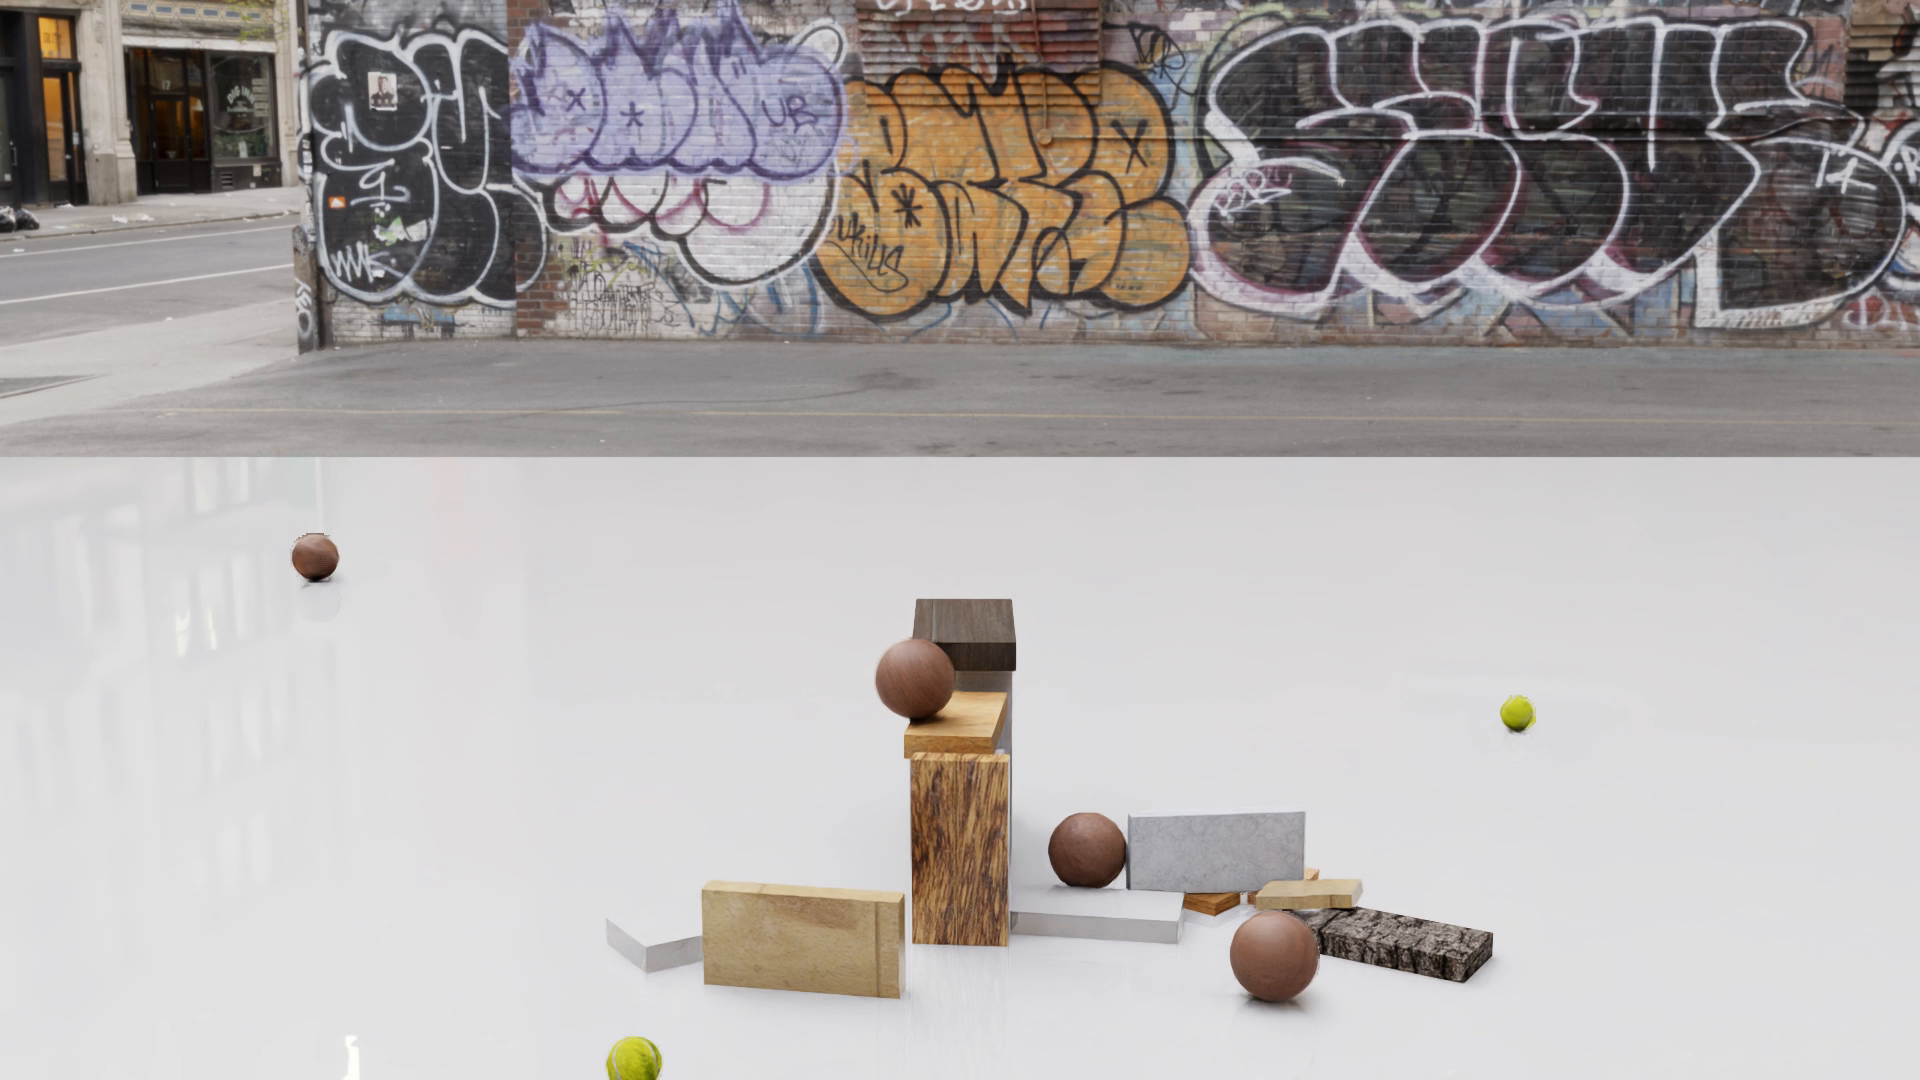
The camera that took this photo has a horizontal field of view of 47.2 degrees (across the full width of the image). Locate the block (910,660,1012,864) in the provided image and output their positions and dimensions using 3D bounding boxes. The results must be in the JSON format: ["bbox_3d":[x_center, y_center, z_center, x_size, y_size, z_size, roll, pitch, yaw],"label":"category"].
[{"bbox_3d":[0.002,0.384,3.810,0.176,0.353,0.050,0,11,0],"label":"block"}]

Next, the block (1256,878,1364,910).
[{"bbox_3d":[0.562,0.569,3.535,0.156,0.022,0.078,-5,9,23],"label":"block"}]

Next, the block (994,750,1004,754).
[{"bbox_3d":[0.001,0.475,3.526,0.139,0.278,0.039,0,11,0],"label":"block"}]

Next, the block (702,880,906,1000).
[{"bbox_3d":[-0.232,0.590,3.256,0.299,0.149,0.042,2,12,11],"label":"block"}]

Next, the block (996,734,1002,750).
[{"bbox_3d":[0.002,0.441,3.709,0.139,0.278,0.039,0,10,0],"label":"block"}]

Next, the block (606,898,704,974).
[{"bbox_3d":[-0.387,0.608,3.458,0.299,0.042,0.149,-7,12,-32],"label":"block"}]

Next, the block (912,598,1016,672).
[{"bbox_3d":[0.007,0.165,3.887,0.176,0.050,0.353,0,11,0],"label":"block"}]

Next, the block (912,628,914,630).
[{"bbox_3d":[0.002,0.341,4.042,0.176,0.353,0.050,0,10,0],"label":"block"}]

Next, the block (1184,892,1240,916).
[{"bbox_3d":[0.377,0.584,3.639,0.156,0.022,0.078,8,13,38],"label":"block"}]

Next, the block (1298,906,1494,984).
[{"bbox_3d":[0.673,0.621,3.402,0.266,0.038,0.133,6,12,31],"label":"block"}]

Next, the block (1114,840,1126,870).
[{"bbox_3d":[0.309,0.541,3.809,0.092,0.046,0.013,-5,12,-24],"label":"block"}]

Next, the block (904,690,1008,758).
[{"bbox_3d":[-0.004,0.301,3.591,0.139,0.039,0.278,1,11,6],"label":"block"}]

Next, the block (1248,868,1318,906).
[{"bbox_3d":[0.540,0.578,3.671,0.078,0.022,0.156,5,12,24],"label":"block"}]

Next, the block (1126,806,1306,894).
[{"bbox_3d":[0.420,0.510,3.612,0.289,0.133,0.038,-1,8,-6],"label":"block"}]

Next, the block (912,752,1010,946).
[{"bbox_3d":[0.001,0.482,3.429,0.149,0.299,0.042,1,11,5],"label":"block"}]

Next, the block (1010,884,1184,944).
[{"bbox_3d":[0.222,0.598,3.523,0.265,0.038,0.133,2,11,10],"label":"block"}]
